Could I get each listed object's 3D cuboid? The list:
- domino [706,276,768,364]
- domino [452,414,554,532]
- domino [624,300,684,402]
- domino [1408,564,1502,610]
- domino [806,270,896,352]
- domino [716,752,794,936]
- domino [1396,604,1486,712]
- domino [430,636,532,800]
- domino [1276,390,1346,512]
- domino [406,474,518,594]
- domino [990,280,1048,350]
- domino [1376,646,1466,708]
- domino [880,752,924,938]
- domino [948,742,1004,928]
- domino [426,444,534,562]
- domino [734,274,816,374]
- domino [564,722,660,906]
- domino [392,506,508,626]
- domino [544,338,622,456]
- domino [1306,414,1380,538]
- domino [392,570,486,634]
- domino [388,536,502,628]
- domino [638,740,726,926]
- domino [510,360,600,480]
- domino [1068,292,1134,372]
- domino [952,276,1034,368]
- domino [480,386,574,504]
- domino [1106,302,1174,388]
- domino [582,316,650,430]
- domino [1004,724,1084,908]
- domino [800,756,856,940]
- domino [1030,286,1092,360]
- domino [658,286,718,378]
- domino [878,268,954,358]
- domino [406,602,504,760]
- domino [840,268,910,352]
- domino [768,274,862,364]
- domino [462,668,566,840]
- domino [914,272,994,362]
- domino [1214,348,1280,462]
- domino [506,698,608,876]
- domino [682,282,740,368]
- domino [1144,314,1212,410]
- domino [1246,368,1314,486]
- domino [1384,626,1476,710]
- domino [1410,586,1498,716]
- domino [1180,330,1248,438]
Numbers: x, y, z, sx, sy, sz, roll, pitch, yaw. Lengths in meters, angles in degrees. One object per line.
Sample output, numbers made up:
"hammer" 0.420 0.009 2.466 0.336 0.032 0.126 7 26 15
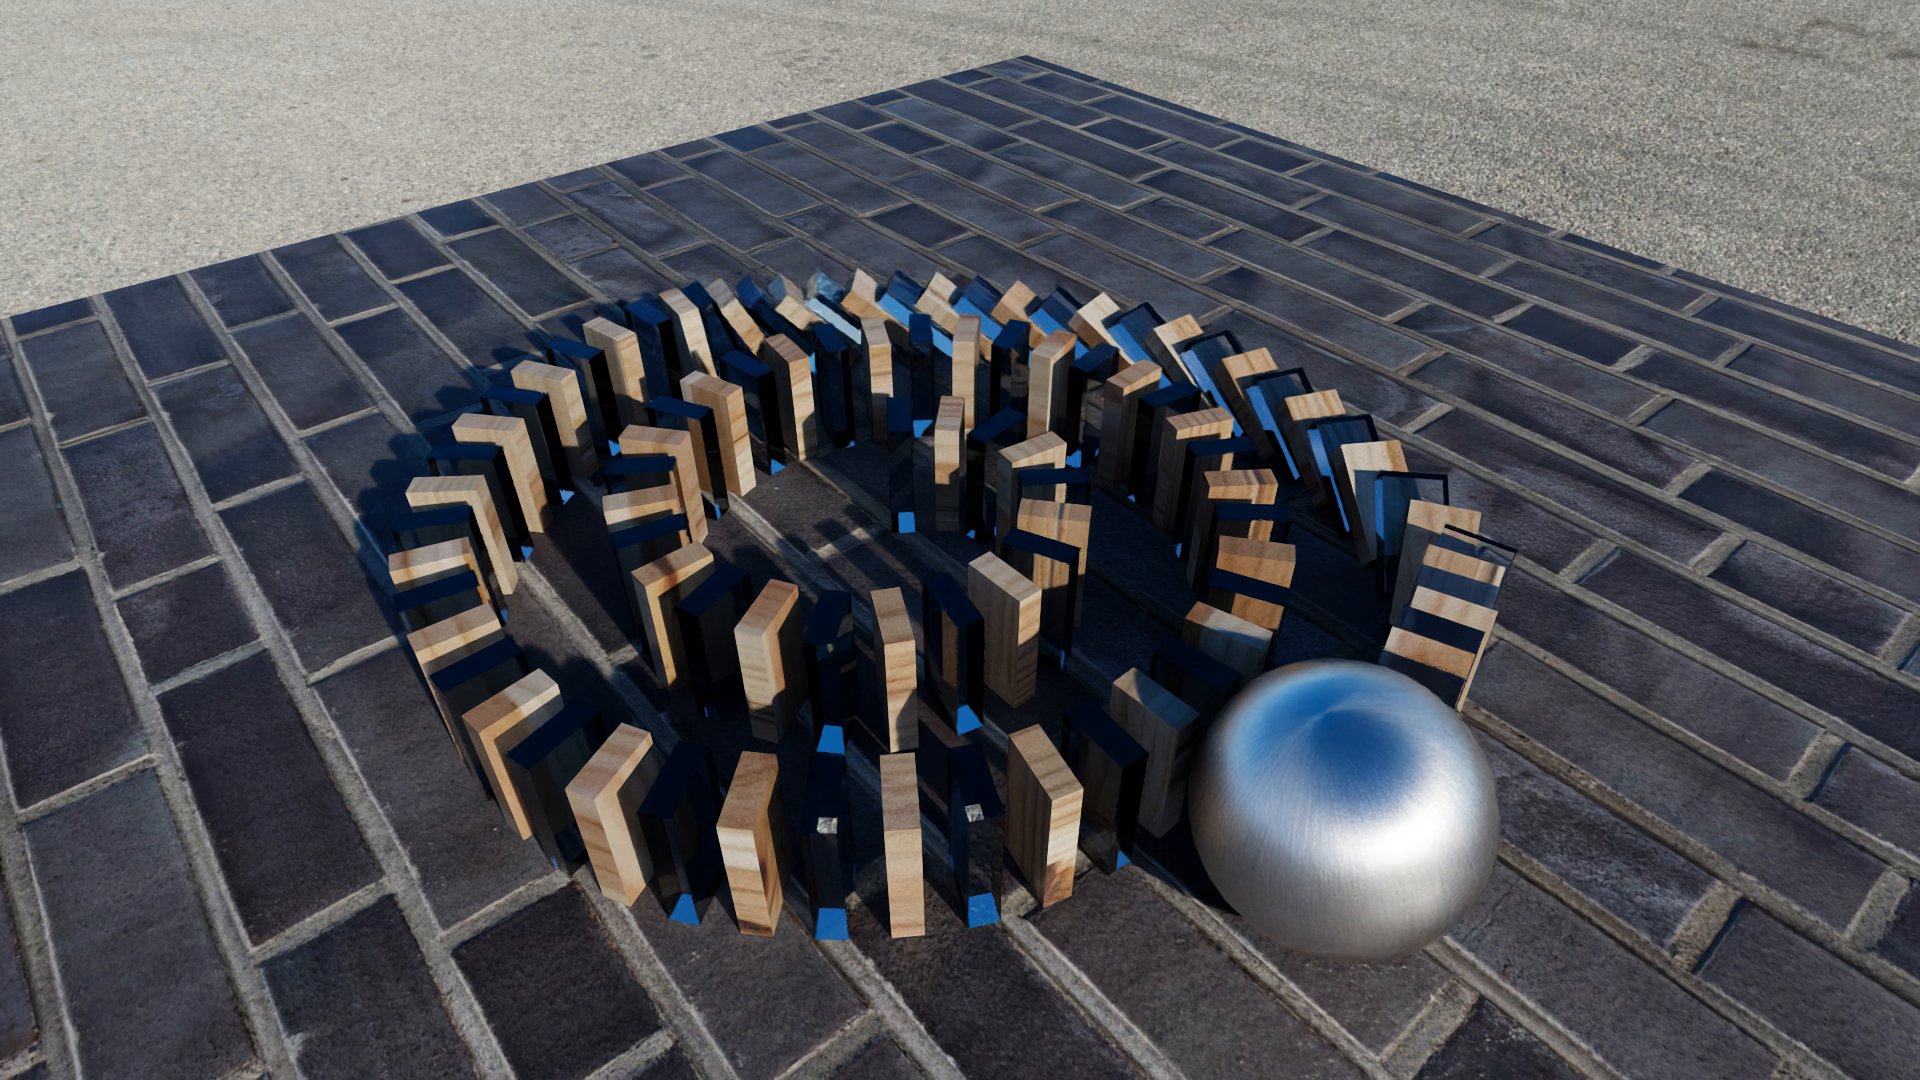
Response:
"domino" -0.103 -0.102 0.537 0.010 0.050 0.025 -37 46 -1
"domino" -0.184 -0.027 0.444 0.025 0.050 0.010 5 40 7
"domino" -0.142 -0.084 0.514 0.010 0.050 0.025 -32 49 -33
"domino" 0.161 0.036 0.371 0.025 0.050 0.009 19 6 23
"domino" -0.055 -0.114 0.558 0.050 0.010 0.025 33 29 -29
"domino" -0.056 0.085 0.307 0.009 0.050 0.025 4 40 5
"domino" 0.148 0.049 0.356 0.025 0.050 0.009 21 6 23
"domino" -0.144 0.056 0.343 0.025 0.050 0.009 -30 48 -31
"domino" 0.157 -0.039 0.472 0.025 0.009 0.050 -11 70 -13
"domino" -0.186 -0.001 0.413 0.025 0.050 0.009 -2 39 -3
"domino" 0.042 -0.107 0.555 0.050 0.010 0.025 38 45 -4
"domino" 0.134 0.061 0.340 0.025 0.050 0.010 20 6 23
"domino" -0.016 0.086 0.307 0.009 0.050 0.025 -4 39 -4
"domino" 0.004 0.084 0.309 0.010 0.050 0.025 -9 40 -11
"domino" -0.186 -0.014 0.428 0.025 0.050 0.009 2 39 2
"domino" -0.089 -0.107 0.545 0.009 0.050 0.025 -40 43 8
"domino" -0.096 0.079 0.315 0.009 0.050 0.025 15 42 17
"domino" -0.183 0.012 0.397 0.025 0.050 0.009 -8 40 -10
"domino" -0.166 -0.063 0.489 0.025 0.050 0.010 18 43 21
"domino" 0.165 -0.027 0.458 0.025 0.009 0.050 -7 69 -8
"domino" -0.168 0.035 0.368 0.025 0.050 0.010 -20 43 -23
"domino" -0.177 0.024 0.382 0.025 0.050 0.010 -15 42 -17
"domino" -0.076 0.083 0.310 0.010 0.050 0.025 9 40 11
"domino" -0.174 -0.051 0.474 0.025 0.050 0.009 13 41 15
"domino" 0.080 -0.097 0.543 0.050 0.009 0.025 46 51 4
"domino" 0.023 -0.111 0.559 0.050 0.010 0.025 37 43 -7
"domino" -0.180 -0.039 0.459 0.025 0.050 0.010 9 40 11
"domino" 0.097 -0.091 0.535 0.025 0.009 0.050 -33 79 -34
"domino" -0.155 -0.074 0.502 0.025 0.050 0.009 26 46 28
"domino" 0.023 0.079 0.315 0.009 0.050 0.025 -17 42 -19
"domino" -0.036 0.086 0.306 0.010 0.050 0.025 0 39 1
"domino" 0.061 -0.103 0.550 0.050 0.010 0.025 41 48 0
"domino" -0.128 -0.092 0.523 0.009 0.050 0.025 -27 46 -21
"domino" -0.017 -0.115 0.562 0.050 0.009 0.025 34 37 -16
"domino" -0.157 0.046 0.355 0.025 0.050 0.009 -25 45 -27
"domino" -0.036 -0.115 0.561 0.050 0.010 0.025 33 34 -22
"domino" -0.073 -0.110 0.551 0.010 0.050 0.025 -42 39 16
"domino" -0.129 0.065 0.332 0.009 0.050 0.025 29 48 31
"domino" 0.003 -0.113 0.561 0.050 0.010 0.025 35 40 -11
"domino" 0.138 -0.062 0.500 0.025 0.010 0.050 -17 72 -20
"domino" -0.113 0.073 0.322 0.009 0.050 0.025 23 45 25
"domino" -0.116 -0.097 0.530 0.009 0.050 0.025 -34 48 -12
"domino" 0.113 -0.082 0.525 0.025 0.010 0.050 -25 76 -29
"domino" 0.149 -0.051 0.487 0.025 0.009 0.050 -14 71 -16
"domino" 0.141 0.055 0.348 0.025 0.050 0.010 20 6 23
"domino" 0.155 0.043 0.363 0.025 0.050 0.010 20 6 23
"domino" 0.126 -0.072 0.513 0.025 0.009 0.050 -21 74 -24
